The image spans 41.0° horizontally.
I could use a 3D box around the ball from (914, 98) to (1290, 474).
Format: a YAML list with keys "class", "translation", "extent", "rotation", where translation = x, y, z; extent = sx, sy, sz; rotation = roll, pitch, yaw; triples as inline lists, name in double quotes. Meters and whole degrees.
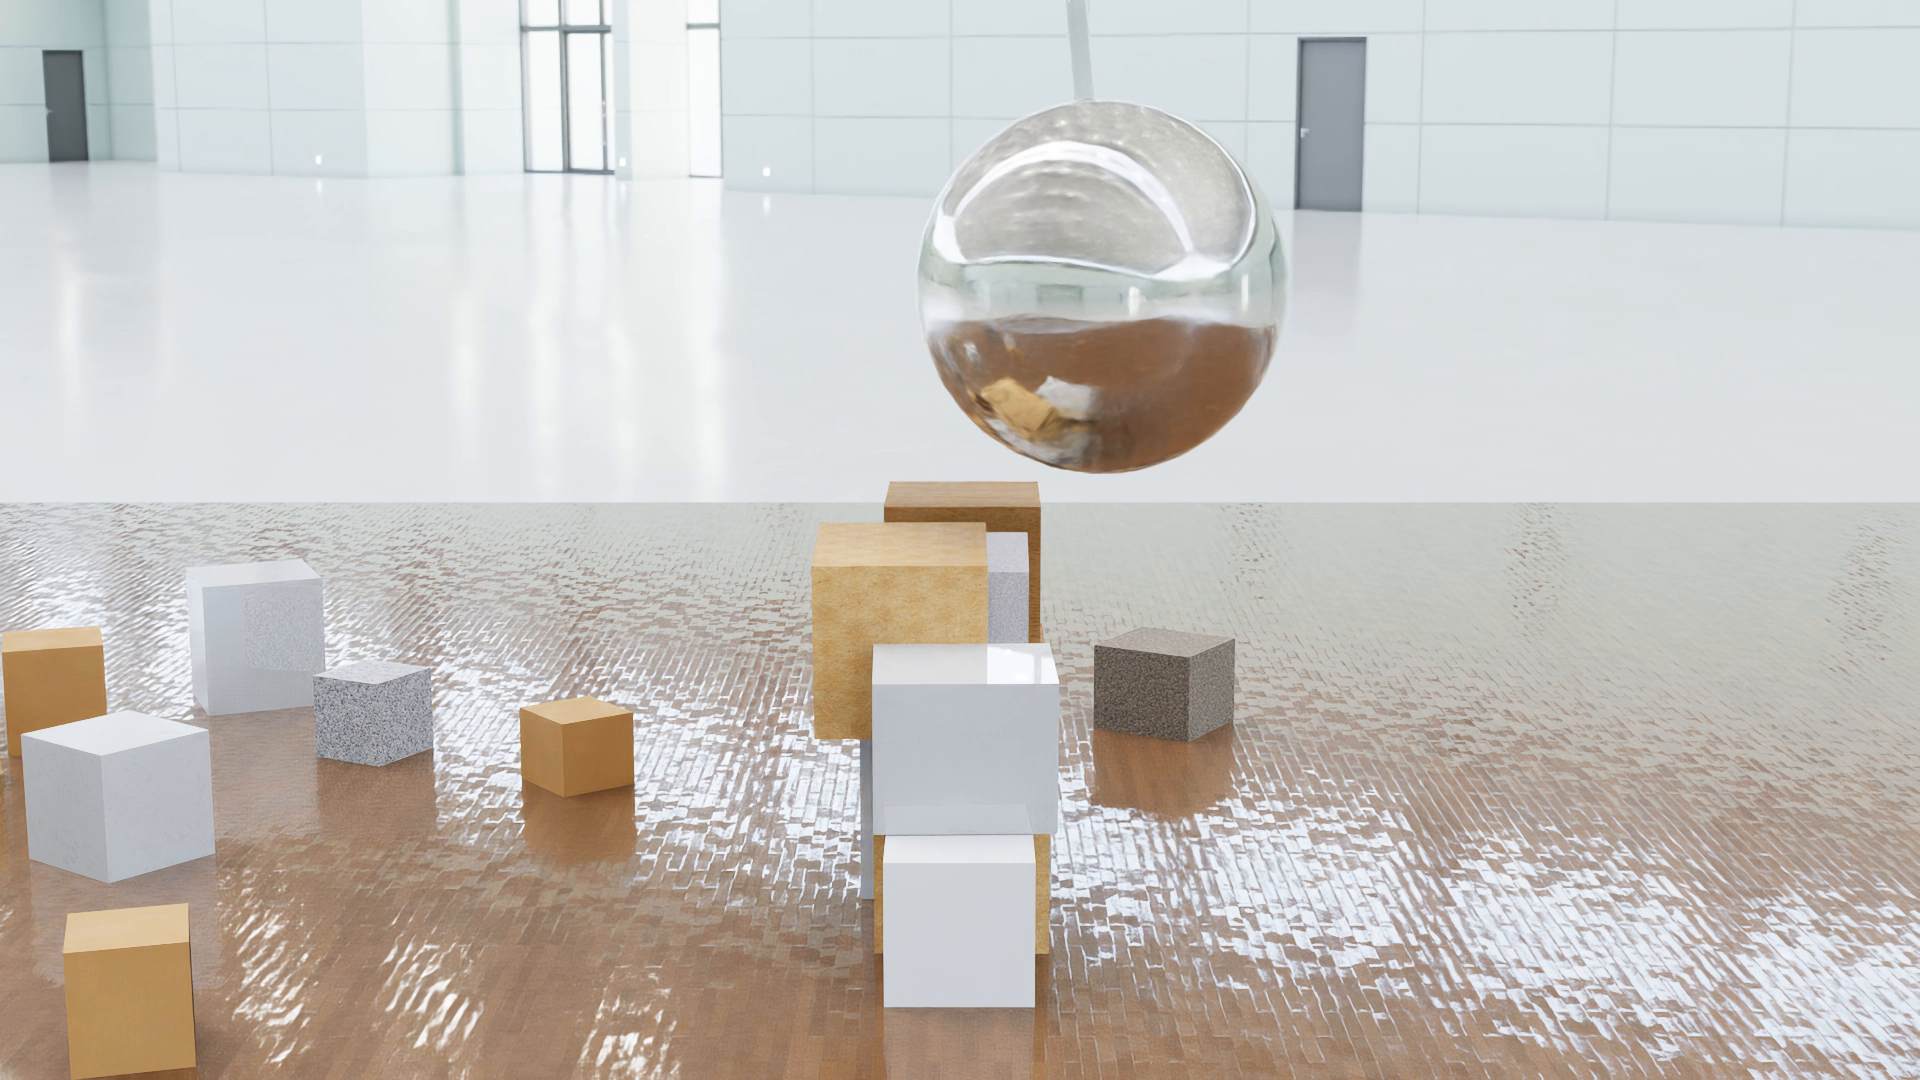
- class: "ball"
  translation: [0.605, -1.082, 10.984]
  extent: [1.600, 1.600, 1.600]
  rotation: [0, 10, 0]

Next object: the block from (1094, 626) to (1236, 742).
- class: "block"
  translation: [1.115, 0.780, 13.986]
  extent: [0.574, 0.462, 0.555]
  rotation: [6, 12, 31]

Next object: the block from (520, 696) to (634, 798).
- class: "block"
  translation: [-1.922, 1.030, 12.869]
  extent: [0.400, 0.368, 0.440]
  rotation: [-8, 13, -37]

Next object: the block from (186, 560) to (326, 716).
- class: "block"
  translation: [-3.991, 0.543, 14.551]
  extent: [0.650, 0.726, 0.623]
  rotation: [-5, 11, -24]

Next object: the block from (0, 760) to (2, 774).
- class: "block"
  translation: [-5.154, 0.974, 12.731]
  extent: [0.498, 0.529, 0.585]
  rotation: [2, 10, 8]

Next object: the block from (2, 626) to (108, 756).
- class: "block"
  translation: [-4.808, 0.795, 13.635]
  extent: [0.499, 0.557, 0.521]
  rotation: [-4, 11, -20]

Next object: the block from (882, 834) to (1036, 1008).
- class: "block"
  translation: [-0.003, 1.445, 10.017]
  extent: [0.575, 0.572, 0.595]
  rotation: [0, 10, 0]

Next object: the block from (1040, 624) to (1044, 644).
- class: "block"
  translation: [-0.017, 0.903, 12.162]
  extent: [0.831, 0.871, 0.780]
  rotation: [0, 10, 0]

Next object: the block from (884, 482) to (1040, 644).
- class: "block"
  translation: [0.015, 0.114, 12.183]
  extent: [0.720, 0.675, 0.752]
  rotation: [0, 10, 1]

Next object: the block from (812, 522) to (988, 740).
- class: "block"
  translation: [-0.246, 0.374, 10.845]
  extent: [0.716, 0.745, 0.677]
  rotation: [0, 16, 0]

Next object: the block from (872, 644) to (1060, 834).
- class: "block"
  translation: [0.014, 0.787, 10.262]
  extent: [0.722, 0.607, 0.627]
  rotation: [0, 12, -1]

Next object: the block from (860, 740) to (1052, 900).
- class: "block"
  translation: [-0.012, 1.074, 11.375]
  extent: [0.820, 0.817, 0.806]
  rotation: [0, 10, 1]

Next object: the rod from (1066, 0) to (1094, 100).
- class: "rod"
  translation: [0.262, -4.410, 10.379]
  extent: [0.080, 5.200, 0.080]
  rotation: [-6, 10, 1]

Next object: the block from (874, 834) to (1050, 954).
- class: "block"
  translation: [0.007, 1.323, 10.655]
  extent: [0.706, 0.585, 0.683]
  rotation: [0, 10, 0]

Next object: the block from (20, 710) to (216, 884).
- class: "block"
  translation: [-3.808, 1.151, 11.615]
  extent: [0.605, 0.580, 0.562]
  rotation: [8, 13, 37]

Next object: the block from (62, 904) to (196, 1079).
- class: "block"
  translation: [-3.005, 1.629, 9.301]
  extent: [0.424, 0.468, 0.452]
  rotation: [-3, 11, -17]

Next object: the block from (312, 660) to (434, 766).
- class: "block"
  translation: [-3.065, 0.899, 13.415]
  extent: [0.421, 0.432, 0.431]
  rotation: [5, 12, 27]

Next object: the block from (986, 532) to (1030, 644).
- class: "block"
  translation: [-0.009, 0.317, 11.495]
  extent: [0.624, 0.557, 0.585]
  rotation: [0, 17, 1]
